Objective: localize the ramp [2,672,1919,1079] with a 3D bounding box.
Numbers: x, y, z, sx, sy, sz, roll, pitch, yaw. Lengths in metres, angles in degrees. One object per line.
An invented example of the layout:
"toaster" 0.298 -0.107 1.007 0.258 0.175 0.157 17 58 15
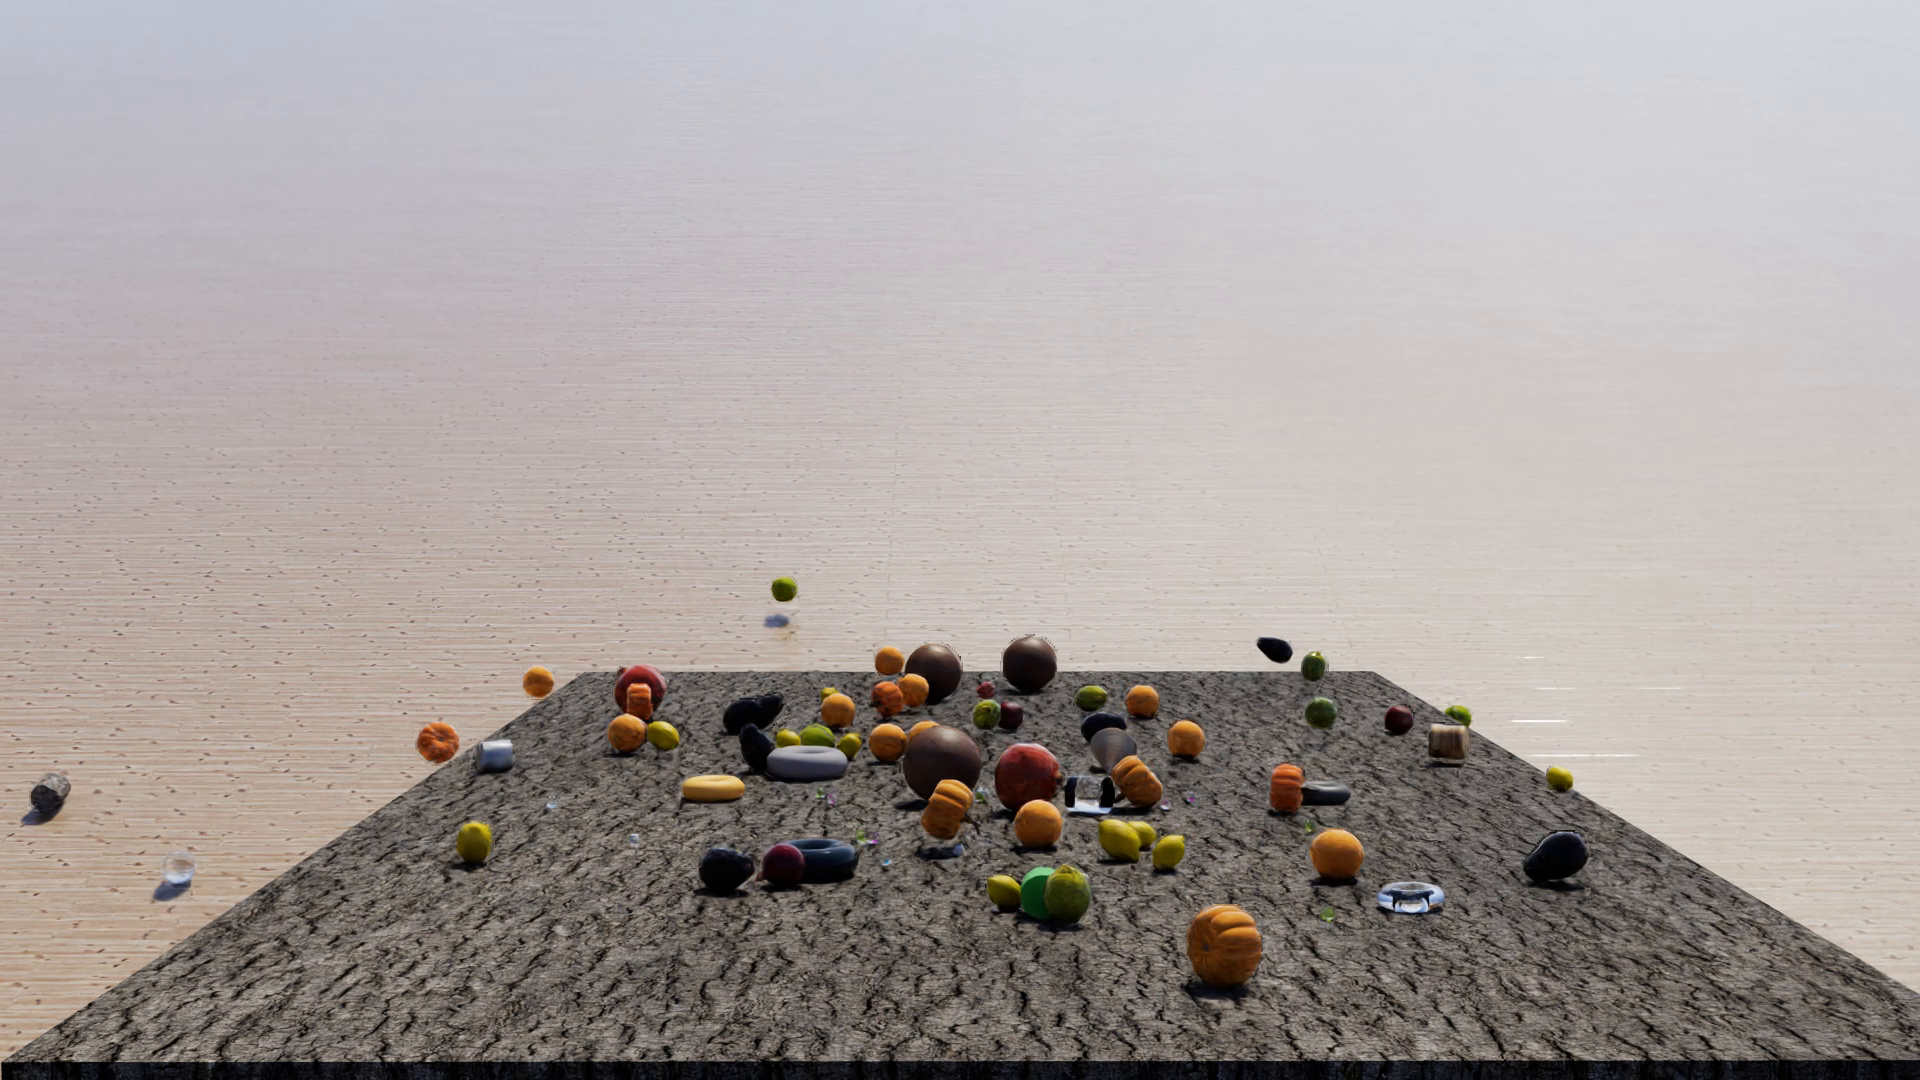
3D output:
"ramp" 0.052 0.473 4.536 2.000 0.100 4.000 0 3 0

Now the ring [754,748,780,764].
"ring" -0.345 0.400 4.776 0.075 0.025 0.075 1 2 0

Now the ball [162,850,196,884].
"ball" -1.740 0.729 5.731 0.073 0.073 0.073 0 23 0

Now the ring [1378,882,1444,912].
"ring" 0.584 0.463 3.335 0.087 0.029 0.087 -1 3 0

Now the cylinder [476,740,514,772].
"cylinder" -0.842 0.391 4.655 0.055 0.055 0.055 -1 21 -27

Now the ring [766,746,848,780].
"ring" -0.273 0.398 4.586 0.146 0.049 0.146 1 3 0

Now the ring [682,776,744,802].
"ring" -0.413 0.417 4.310 0.105 0.035 0.105 -1 3 0

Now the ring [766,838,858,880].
"ring" -0.205 0.445 3.583 0.131 0.044 0.131 -1 3 0

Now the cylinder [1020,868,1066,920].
"cylinder" 0.106 0.451 3.287 0.057 0.057 0.057 1 3 3

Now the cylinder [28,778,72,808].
"cylinder" -2.142 0.594 6.059 0.069 0.069 0.069 8 -2 18

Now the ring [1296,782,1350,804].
"ring" 0.603 0.420 4.273 0.091 0.030 0.091 1 3 0
